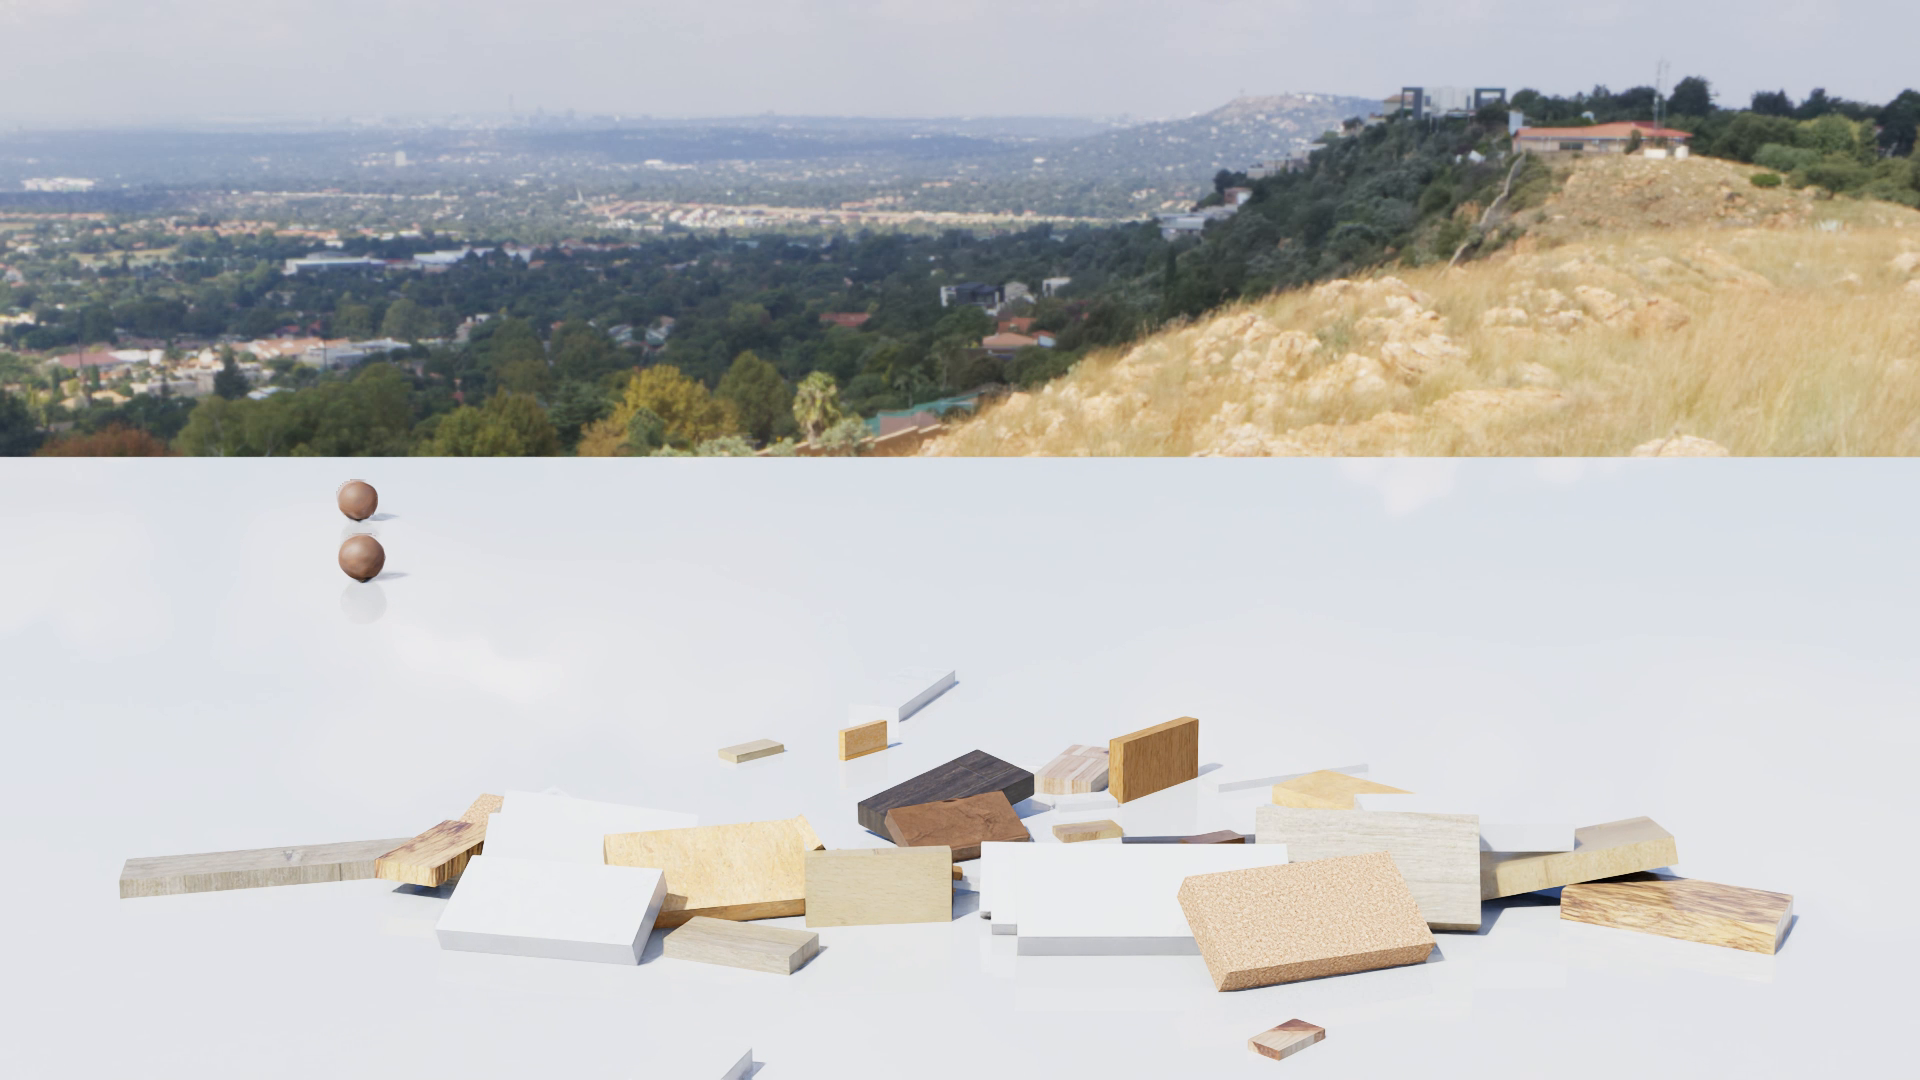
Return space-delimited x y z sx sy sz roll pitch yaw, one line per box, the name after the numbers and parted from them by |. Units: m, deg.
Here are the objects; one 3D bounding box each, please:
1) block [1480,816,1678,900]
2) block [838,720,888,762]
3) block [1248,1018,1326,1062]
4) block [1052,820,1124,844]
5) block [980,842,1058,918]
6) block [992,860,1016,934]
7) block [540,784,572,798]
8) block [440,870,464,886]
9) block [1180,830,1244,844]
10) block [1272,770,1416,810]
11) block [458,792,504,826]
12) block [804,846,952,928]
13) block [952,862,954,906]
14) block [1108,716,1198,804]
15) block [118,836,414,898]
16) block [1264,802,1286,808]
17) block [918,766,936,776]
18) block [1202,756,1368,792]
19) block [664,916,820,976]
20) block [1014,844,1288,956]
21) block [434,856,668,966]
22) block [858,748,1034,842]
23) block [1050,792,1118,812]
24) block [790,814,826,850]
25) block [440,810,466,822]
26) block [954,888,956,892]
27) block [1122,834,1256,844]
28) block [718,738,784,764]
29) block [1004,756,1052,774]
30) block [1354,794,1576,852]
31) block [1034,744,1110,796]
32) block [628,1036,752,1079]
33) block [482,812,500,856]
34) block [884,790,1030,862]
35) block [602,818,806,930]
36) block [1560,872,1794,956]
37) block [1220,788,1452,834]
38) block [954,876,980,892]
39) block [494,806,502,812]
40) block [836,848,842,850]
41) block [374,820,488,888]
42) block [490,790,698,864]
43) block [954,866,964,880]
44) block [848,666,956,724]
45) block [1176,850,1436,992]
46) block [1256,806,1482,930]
1.003 0.528 3.653 0.329 0.047 0.165 -11 4 3 | block
-0.197 0.408 4.484 0.017 0.061 0.121 10 14 42 | block
0.455 0.695 3.062 0.054 0.015 0.107 10 15 44 | block
0.230 0.526 3.970 0.114 0.016 0.057 -3 11 -18 | block
0.186 0.553 3.562 0.305 0.117 0.033 1 -27 3 | block
0.169 0.571 3.502 0.234 0.033 0.117 1 49 3 | block
-0.645 0.496 3.705 0.203 0.029 0.101 32 29 20 | block
-0.769 0.563 3.738 0.203 0.029 0.101 2 11 9 | block
0.421 0.503 3.669 0.096 0.014 0.048 -6 12 -25 | block
0.724 0.476 3.929 0.151 0.043 0.302 -10 14 -42 | block
-0.773 0.507 3.912 0.213 0.030 0.107 8 25 11 | block
-0.132 0.556 3.531 0.234 0.117 0.033 -1 11 -7 | block
-0.088 0.565 3.593 0.154 0.077 0.022 -3 11 -15 | block
0.375 0.423 4.244 0.034 0.119 0.238 10 14 42 | block
-1.176 0.558 3.753 0.474 0.032 0.113 -3 11 -14 | block
0.655 0.507 3.684 0.280 0.040 0.140 12 10 -7 | block
-0.028 0.480 4.171 0.119 0.034 0.238 1 11 7 | block
0.641 0.460 4.322 0.344 0.017 0.061 -5 12 -24 | block
-0.337 0.625 3.396 0.213 0.030 0.107 4 11 21 | block
0.302 0.561 3.439 0.429 0.050 0.176 0 45 0 | block
-0.636 0.576 3.434 0.321 0.046 0.161 2 37 12 | block
-0.024 0.473 4.021 0.302 0.043 0.151 -20 28 -40 | block
0.233 0.494 4.144 0.114 0.016 0.057 -3 11 -15 | block
-0.225 0.521 3.607 0.022 0.154 0.077 -33 46 -8 | block
-0.834 0.515 3.988 0.213 0.030 0.107 -2 11 -12 | block
-0.053 0.564 3.662 0.092 0.013 0.046 23 3 -8 | block
0.413 0.532 3.660 0.280 0.040 0.140 -1 10 1 | block
-0.425 0.430 4.484 0.121 0.017 0.061 -10 14 -42 | block
0.140 0.450 4.380 0.107 0.015 0.054 4 11 18 | block
0.837 0.470 3.666 0.329 0.047 0.165 0 11 -1 | block
0.239 0.453 4.315 0.119 0.034 0.238 4 11 22 | block
-0.370 0.719 2.886 0.115 0.033 0.230 3 11 17 | block
-0.739 0.536 3.667 0.113 0.032 0.227 -1 30 -4 | block
-0.004 0.509 3.870 0.230 0.033 0.115 -6 42 -29 | block
-0.408 0.543 3.569 0.321 0.046 0.161 -3 46 -16 | block
1.153 0.590 3.539 0.329 0.047 0.165 6 12 29 | block
0.710 0.510 3.984 0.452 0.043 0.151 -3 11 -17 | block
0.032 0.574 3.667 0.092 0.013 0.046 8 4 -4 | block
-0.703 0.507 3.815 0.203 0.029 0.101 21 14 31 | block
-0.130 0.554 3.647 0.154 0.022 0.077 20 4 -18 | block
-0.881 0.530 3.735 0.113 0.032 0.227 5 12 17 | block
-0.603 0.509 3.626 0.321 0.046 0.161 8 44 -4 | block
-0.042 0.546 3.665 0.092 0.013 0.046 13 4 -4 | block
-0.126 0.343 4.911 0.115 0.033 0.367 4 11 19 | block
0.527 0.578 3.350 0.353 0.050 0.176 -4 45 -20 | block
0.651 0.527 3.529 0.353 0.176 0.050 1 -22 7 | block
